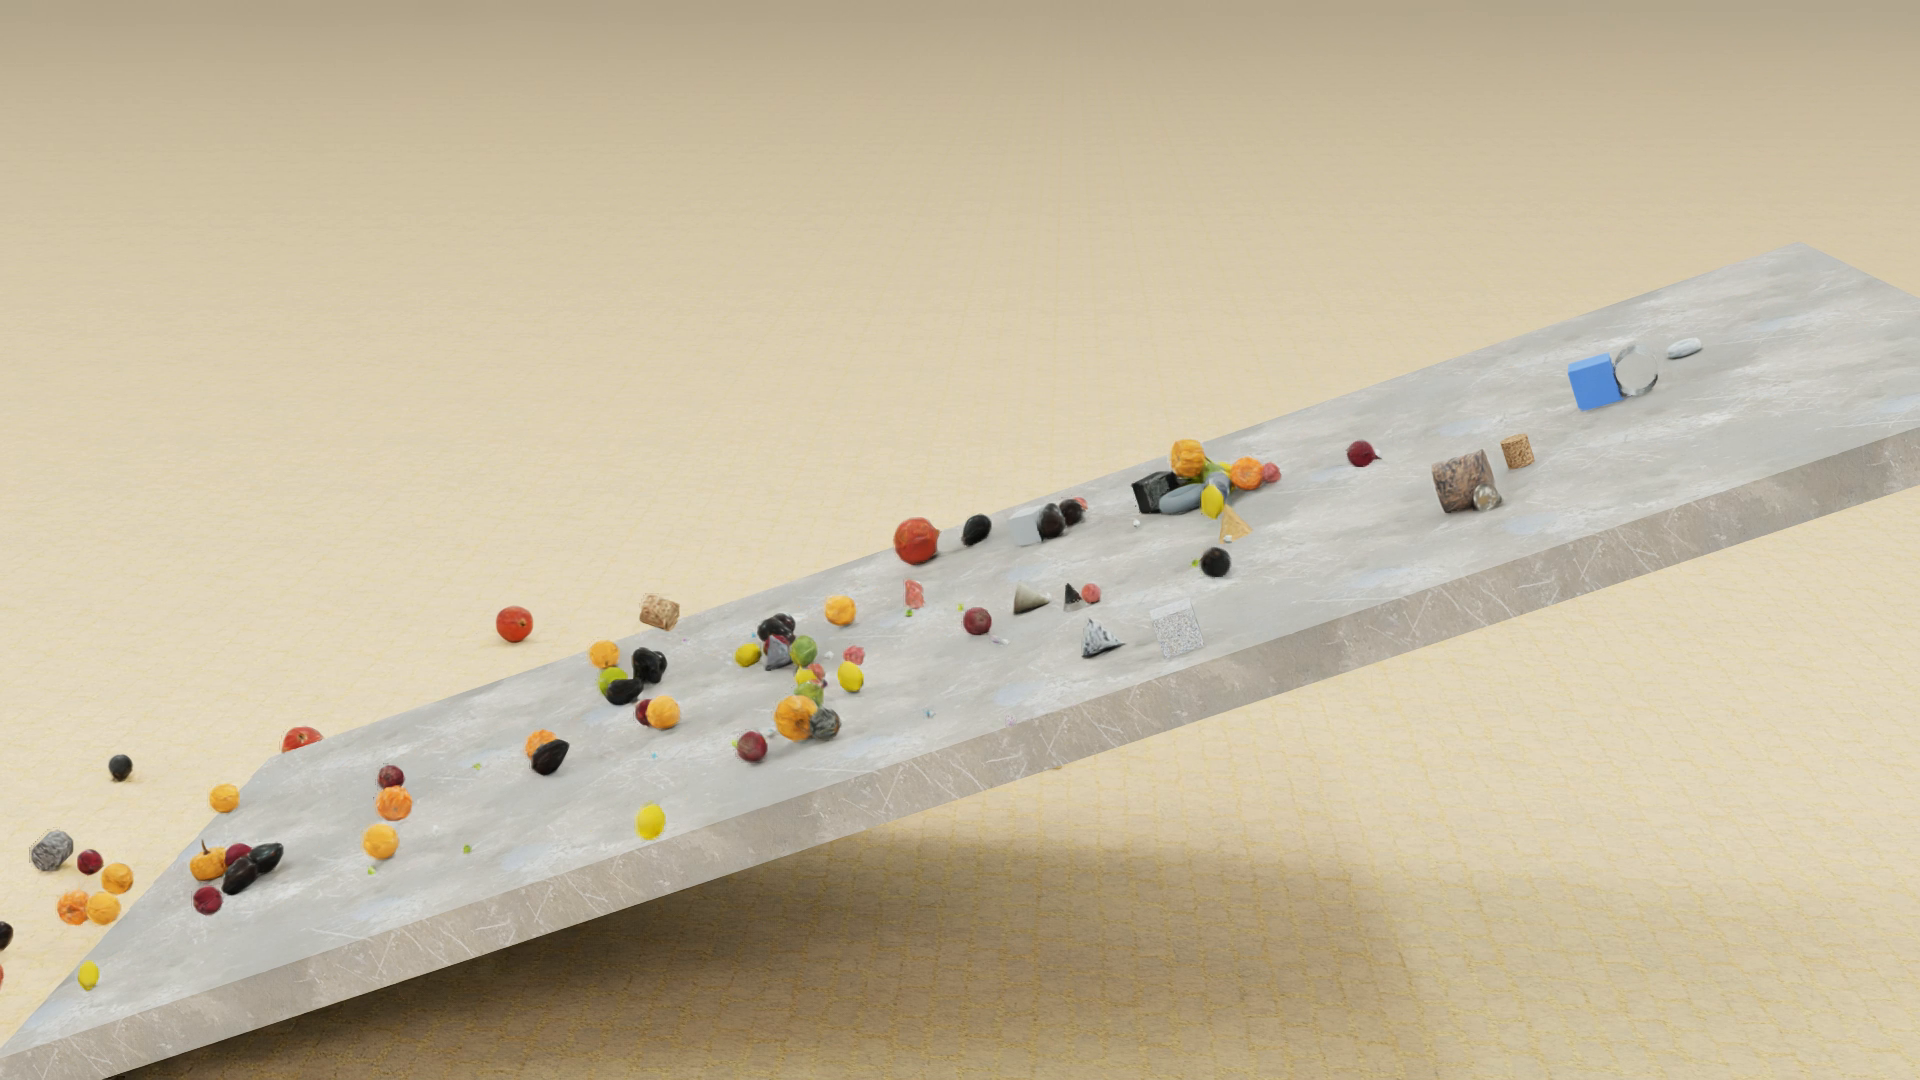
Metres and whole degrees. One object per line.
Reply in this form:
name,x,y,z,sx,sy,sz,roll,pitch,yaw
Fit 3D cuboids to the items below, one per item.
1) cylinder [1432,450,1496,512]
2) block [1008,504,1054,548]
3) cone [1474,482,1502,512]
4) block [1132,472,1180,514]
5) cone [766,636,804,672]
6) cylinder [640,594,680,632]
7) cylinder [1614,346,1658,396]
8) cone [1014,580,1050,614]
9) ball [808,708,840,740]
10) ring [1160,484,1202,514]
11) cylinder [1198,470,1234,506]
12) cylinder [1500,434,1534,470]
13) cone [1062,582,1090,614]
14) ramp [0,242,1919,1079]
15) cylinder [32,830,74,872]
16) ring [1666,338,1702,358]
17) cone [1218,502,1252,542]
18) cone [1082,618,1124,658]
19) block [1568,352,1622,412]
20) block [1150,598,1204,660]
cylinder,0.975,-0.113,5.686,0.100,0.100,0.100,-16,7,18
block,0.164,-0.033,6.792,0.069,0.069,0.069,-13,13,32
cone,1.022,-0.079,5.630,0.057,0.057,0.057,6,5,-43
block,0.446,-0.107,6.645,0.073,0.073,0.073,-25,12,-26
cone,-0.379,0.253,6.435,0.082,0.082,0.082,7,12,-1
cylinder,-0.723,0.176,7.091,0.071,0.071,0.071,17,17,15
cylinder,1.408,-0.354,6.128,0.088,0.088,0.088,3,16,12
cone,0.154,0.125,6.139,0.072,0.072,0.072,10,14,9
ball,-0.260,0.355,5.666,0.062,0.062,0.062,0,12,0
ring,0.501,-0.092,6.567,0.118,0.039,0.118,-20,11,4
cylinder,0.566,-0.114,6.497,0.061,0.061,0.061,5,32,20
cylinder,1.113,-0.177,5.870,0.055,0.055,0.055,-19,11,4
cone,0.228,0.112,6.008,0.057,0.057,0.057,-19,11,4
ramp,0.110,0.179,6.302,4.000,0.100,2.000,-19,11,6
cylinder,-2.133,0.731,6.914,0.074,0.074,0.074,1,17,6
ring,1.555,-0.412,6.320,0.077,0.026,0.077,-20,10,4
cone,0.564,-0.044,6.131,0.075,0.075,0.075,-19,11,4
cone,0.277,0.192,5.594,0.077,0.077,0.077,9,13,5
block,1.328,-0.331,6.155,0.088,0.088,0.088,-17,11,16
block,0.400,0.162,5.413,0.077,0.077,0.077,-19,11,6
